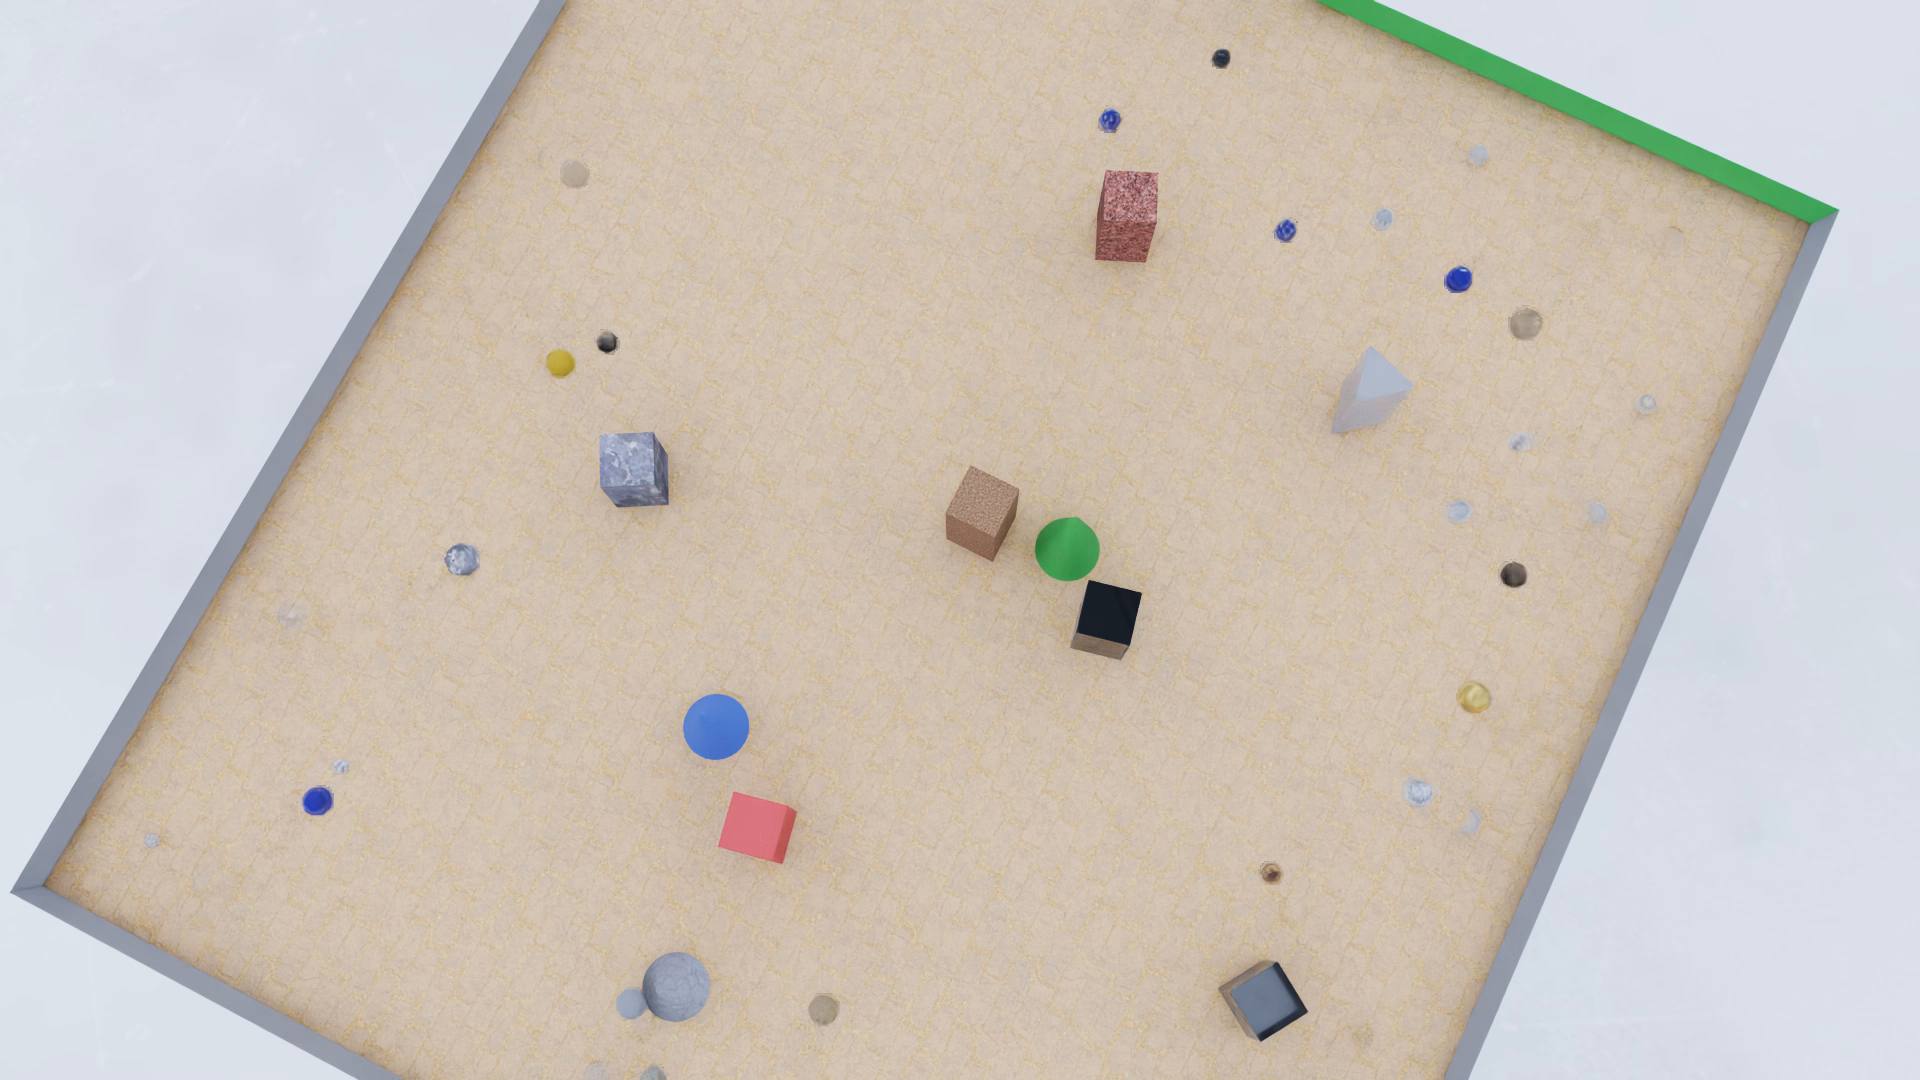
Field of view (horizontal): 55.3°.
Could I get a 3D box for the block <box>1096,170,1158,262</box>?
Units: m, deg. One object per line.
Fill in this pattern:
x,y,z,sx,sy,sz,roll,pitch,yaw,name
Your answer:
0.512,-0.994,5.649,0.159,0.339,0.159,3,78,1,block

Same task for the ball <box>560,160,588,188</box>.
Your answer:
-1.225,-1.161,5.812,0.089,0.089,0.089,0,78,0,ball

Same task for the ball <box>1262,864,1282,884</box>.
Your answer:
0.915,0.981,5.383,0.061,0.061,0.061,0,78,0,ball

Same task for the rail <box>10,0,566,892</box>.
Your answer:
-1.751,-0.851,5.726,0.045,0.129,4.314,26,80,5,rail

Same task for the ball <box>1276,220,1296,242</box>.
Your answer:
1.029,-0.978,5.784,0.068,0.068,0.068,0,78,0,ball

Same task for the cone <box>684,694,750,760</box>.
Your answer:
-0.732,0.528,5.341,0.198,0.325,0.198,0,78,0,cone

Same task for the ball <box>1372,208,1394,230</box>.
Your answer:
1.339,-1.016,5.793,0.067,0.067,0.067,0,78,0,ball

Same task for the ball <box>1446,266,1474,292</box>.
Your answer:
1.566,-0.818,5.744,0.082,0.082,0.082,0,78,0,ball

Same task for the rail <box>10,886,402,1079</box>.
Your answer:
-0.954,1.875,5.162,3.963,0.129,0.045,26,80,5,rail

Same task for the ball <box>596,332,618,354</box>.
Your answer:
-1.099,-0.616,5.710,0.067,0.067,0.067,0,78,0,ball

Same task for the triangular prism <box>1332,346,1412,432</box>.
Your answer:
1.218,-0.460,5.525,0.172,0.365,0.149,-14,79,-3,triangular prism

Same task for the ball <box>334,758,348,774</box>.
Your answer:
-1.843,0.674,5.454,0.045,0.045,0.045,0,78,0,ball

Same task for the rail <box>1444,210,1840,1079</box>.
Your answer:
1.751,0.864,5.371,0.045,0.129,4.314,26,80,5,rail

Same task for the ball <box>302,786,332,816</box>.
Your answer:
-1.899,0.772,5.413,0.087,0.087,0.087,0,78,0,ball

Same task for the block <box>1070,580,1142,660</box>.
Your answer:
0.429,0.239,5.412,0.159,0.304,0.159,14,79,3,block

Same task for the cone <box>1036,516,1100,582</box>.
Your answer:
0.329,-0.018,5.381,0.198,0.468,0.198,0,78,0,cone

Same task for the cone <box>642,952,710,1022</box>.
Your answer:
-0.828,1.267,5.168,0.198,0.366,0.198,0,78,0,cone

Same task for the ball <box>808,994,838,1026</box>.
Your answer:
-0.394,1.357,5.292,0.086,0.086,0.086,0,78,0,ball

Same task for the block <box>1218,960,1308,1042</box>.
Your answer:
0.861,1.310,5.221,0.159,0.244,0.159,-30,80,-6,block

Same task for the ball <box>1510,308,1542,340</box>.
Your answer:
1.763,-0.672,5.705,0.099,0.099,0.099,0,78,0,ball

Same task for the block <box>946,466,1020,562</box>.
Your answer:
0.065,-0.075,5.444,0.159,0.369,0.159,26,80,5,block

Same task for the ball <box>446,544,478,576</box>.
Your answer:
-1.509,0.060,5.554,0.099,0.099,0.099,0,78,0,ball

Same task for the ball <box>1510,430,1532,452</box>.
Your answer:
1.730,-0.304,5.646,0.065,0.065,0.065,0,78,0,ball

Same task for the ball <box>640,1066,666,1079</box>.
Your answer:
-0.881,1.546,5.260,0.071,0.071,0.071,0,78,0,ball

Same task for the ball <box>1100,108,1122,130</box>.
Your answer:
0.480,-1.344,5.858,0.071,0.071,0.071,0,78,0,ball

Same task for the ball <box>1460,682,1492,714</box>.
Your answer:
1.539,0.471,5.471,0.093,0.093,0.093,0,78,0,ball

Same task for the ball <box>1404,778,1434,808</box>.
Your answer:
1.356,0.748,5.418,0.087,0.087,0.087,0,78,0,ball

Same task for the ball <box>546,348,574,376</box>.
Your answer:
-1.240,-0.551,5.686,0.088,0.088,0.088,0,78,0,ball

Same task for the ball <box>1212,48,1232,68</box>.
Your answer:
0.844,-1.555,5.908,0.060,0.060,0.060,0,78,0,ball

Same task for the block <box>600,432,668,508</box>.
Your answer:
-0.980,-0.210,5.520,0.159,0.274,0.159,-3,78,-1,block

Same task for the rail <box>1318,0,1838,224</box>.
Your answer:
0.954,-1.861,5.935,3.963,0.129,0.045,26,80,5,rail

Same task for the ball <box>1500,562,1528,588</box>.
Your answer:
1.680,0.107,5.554,0.079,0.079,0.079,0,78,0,ball

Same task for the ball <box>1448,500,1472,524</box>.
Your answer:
1.528,-0.087,5.598,0.072,0.072,0.072,0,78,0,ball

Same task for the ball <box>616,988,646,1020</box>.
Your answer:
-0.944,1.332,5.260,0.087,0.087,0.087,0,78,0,ball

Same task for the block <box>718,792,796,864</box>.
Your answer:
-0.581,0.833,5.290,0.159,0.302,0.159,14,79,3,block
